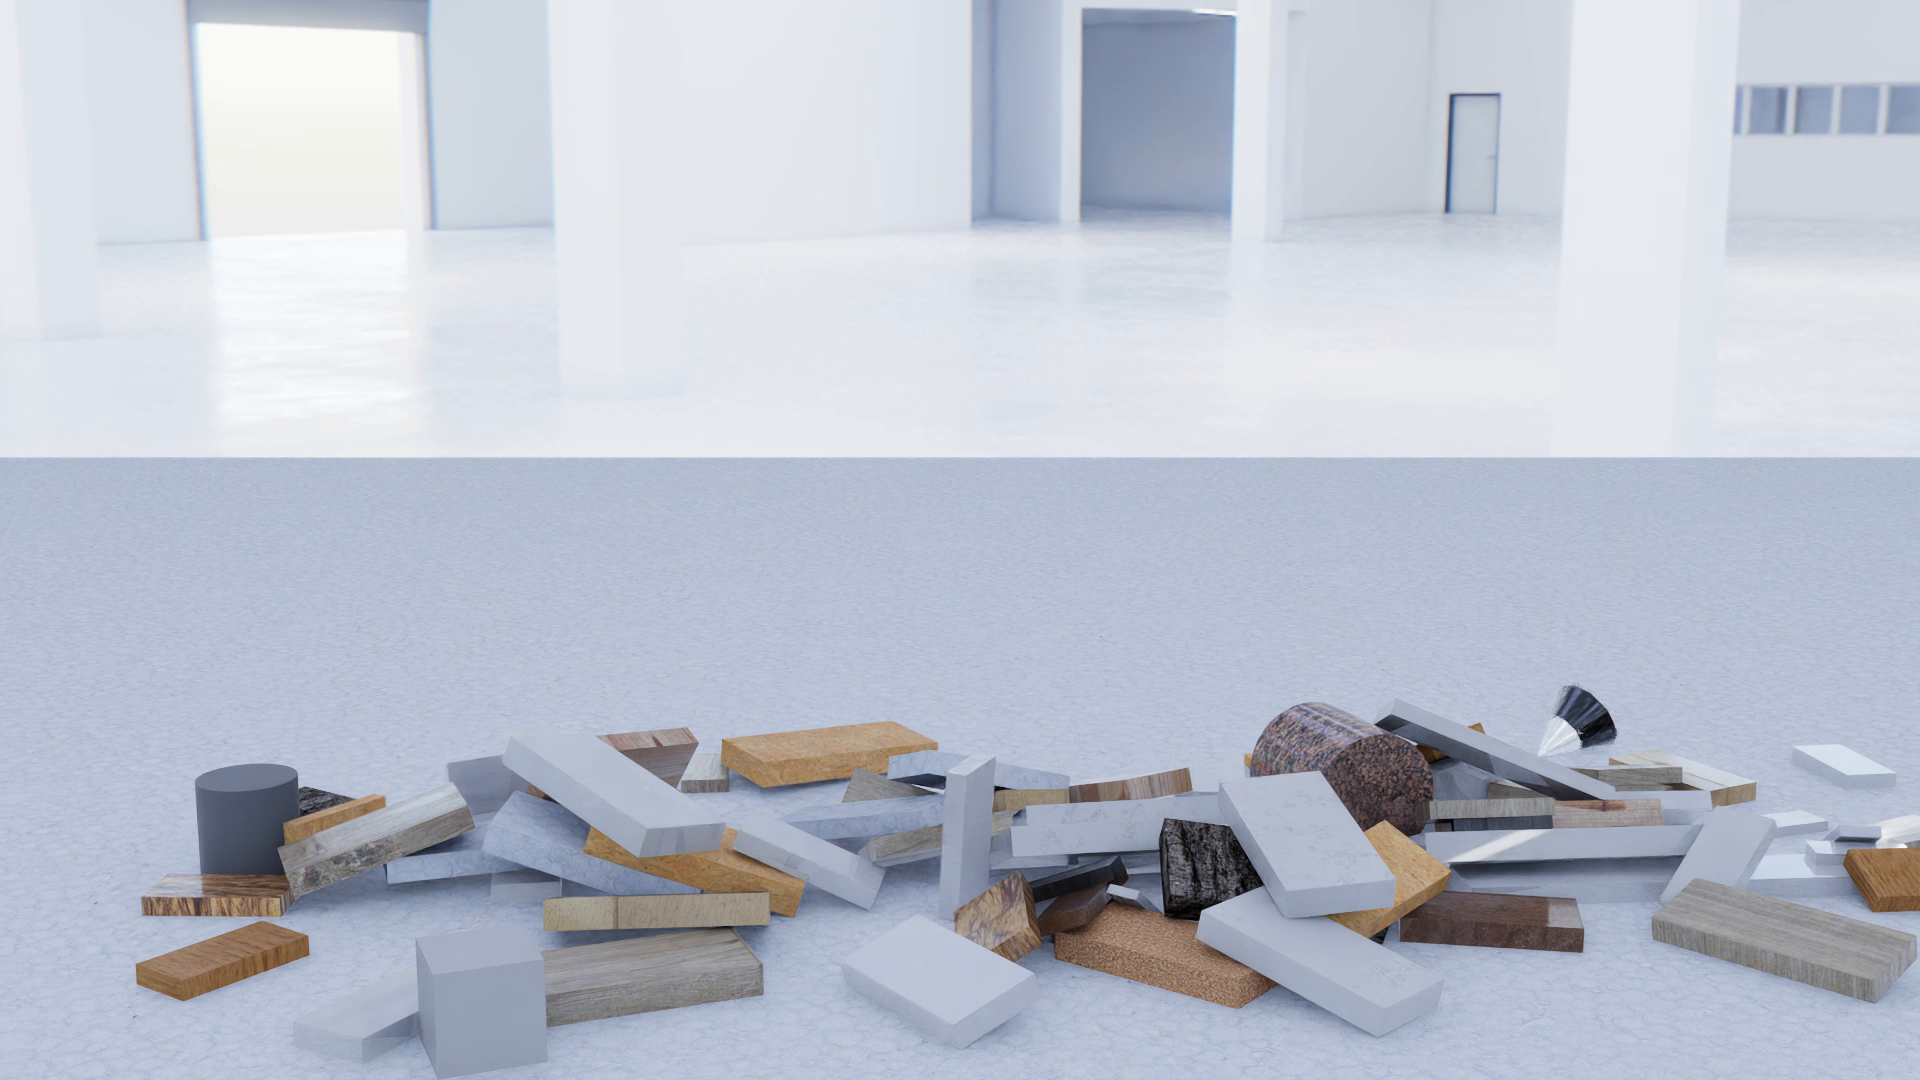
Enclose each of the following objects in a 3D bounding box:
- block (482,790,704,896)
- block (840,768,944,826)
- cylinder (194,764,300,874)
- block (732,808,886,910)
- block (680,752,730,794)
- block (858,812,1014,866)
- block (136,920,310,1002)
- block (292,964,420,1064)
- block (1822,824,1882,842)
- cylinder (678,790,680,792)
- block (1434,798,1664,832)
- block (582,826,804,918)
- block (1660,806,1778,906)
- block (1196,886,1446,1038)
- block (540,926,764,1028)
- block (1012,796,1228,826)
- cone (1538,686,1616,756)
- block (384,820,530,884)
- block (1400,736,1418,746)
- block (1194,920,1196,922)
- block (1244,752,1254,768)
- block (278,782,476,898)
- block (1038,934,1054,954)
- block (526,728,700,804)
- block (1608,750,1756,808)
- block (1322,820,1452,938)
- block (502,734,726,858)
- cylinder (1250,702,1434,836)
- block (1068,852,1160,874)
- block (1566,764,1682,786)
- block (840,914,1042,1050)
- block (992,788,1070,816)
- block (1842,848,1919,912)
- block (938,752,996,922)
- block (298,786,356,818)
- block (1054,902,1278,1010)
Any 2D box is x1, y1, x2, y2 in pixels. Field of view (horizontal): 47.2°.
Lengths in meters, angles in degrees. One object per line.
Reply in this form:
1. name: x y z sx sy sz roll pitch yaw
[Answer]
1. block: -0.591 0.517 3.626 0.355 0.050 0.178 18 11 -1
2. block: -0.096 0.488 3.964 0.309 0.092 0.026 11 -16 46
3. cylinder: -1.216 0.487 3.765 0.168 0.168 0.168 0 11 0
4. block: -0.248 0.527 3.641 0.247 0.035 0.123 24 10 1
5. block: -0.499 0.456 4.316 0.092 0.026 0.184 -1 11 -6
6. block: -0.041 0.516 3.764 0.247 0.035 0.123 -9 -16 -17
7. block: -1.116 0.636 3.334 0.113 0.032 0.226 7 13 35
8. block: -0.810 0.671 3.134 0.127 0.036 0.254 6 12 28
9. block: 1.537 0.520 3.801 0.069 0.020 0.138 1 -21 6
10. cylinder: -0.573 0.482 3.826 0.155 0.155 0.155 -8 13 -38
11. block: 1.027 0.495 3.848 0.347 0.049 0.174 -1 -16 -5
12. block: -0.429 0.516 3.628 0.356 0.050 0.178 18 11 -4
13. block: 1.241 0.530 3.594 0.103 0.029 0.205 12 52 47
14. block: 0.527 0.614 3.231 0.325 0.046 0.162 24 22 38
15. block: -0.480 0.643 3.249 0.343 0.049 0.171 -4 11 -21
16. block: 0.273 0.494 3.857 0.352 0.050 0.176 -2 -15 -10
17. cone: 1.230 0.402 4.495 0.152 0.152 0.152 -34 25 -22
18. block: -0.823 0.523 3.736 0.304 0.043 0.152 -4 11 -18
19. block: 0.831 0.434 4.405 0.136 0.039 0.272 5 12 27
20. block: 0.517 0.553 3.555 0.325 0.046 0.162 -4 38 -19
21. block: 0.623 0.452 4.351 0.077 0.022 0.155 -2 11 -10
22. block: -0.971 0.496 3.658 0.304 0.043 0.152 -20 16 -18
23. block: 0.129 0.621 3.460 0.055 0.016 0.111 -9 14 -40
24. block: -0.624 0.418 3.934 0.304 0.152 0.043 -1 38 -47
25. block: 1.397 0.462 4.260 0.127 0.036 0.255 -6 12 -28
26. block: 0.625 0.543 3.435 0.279 0.040 0.140 -21 46 -37
27. block: -0.571 0.416 3.623 0.356 0.050 0.178 26 13 36
28. cylinder: 0.674 0.429 3.896 0.235 0.235 0.235 -4 11 -20
29. block: 0.276 0.550 3.724 0.172 0.024 0.086 -2 -15 -10
30. block: 1.252 0.445 4.165 0.209 0.030 0.104 1 -3 -27
31. block: -0.032 0.637 3.190 0.147 0.042 0.294 -27 23 -29
32. block: 0.081 0.474 3.926 0.126 0.036 0.251 2 -12 -25
33. block: 1.599 0.559 3.631 0.234 0.033 0.117 -1 33 -5
34. block: 0.012 0.481 3.574 0.035 0.247 0.123 8 13 22
35. block: -1.187 0.499 4.079 0.201 0.028 0.100 7 13 34
36. block: 0.324 0.627 3.341 0.325 0.046 0.162 8 13 37
